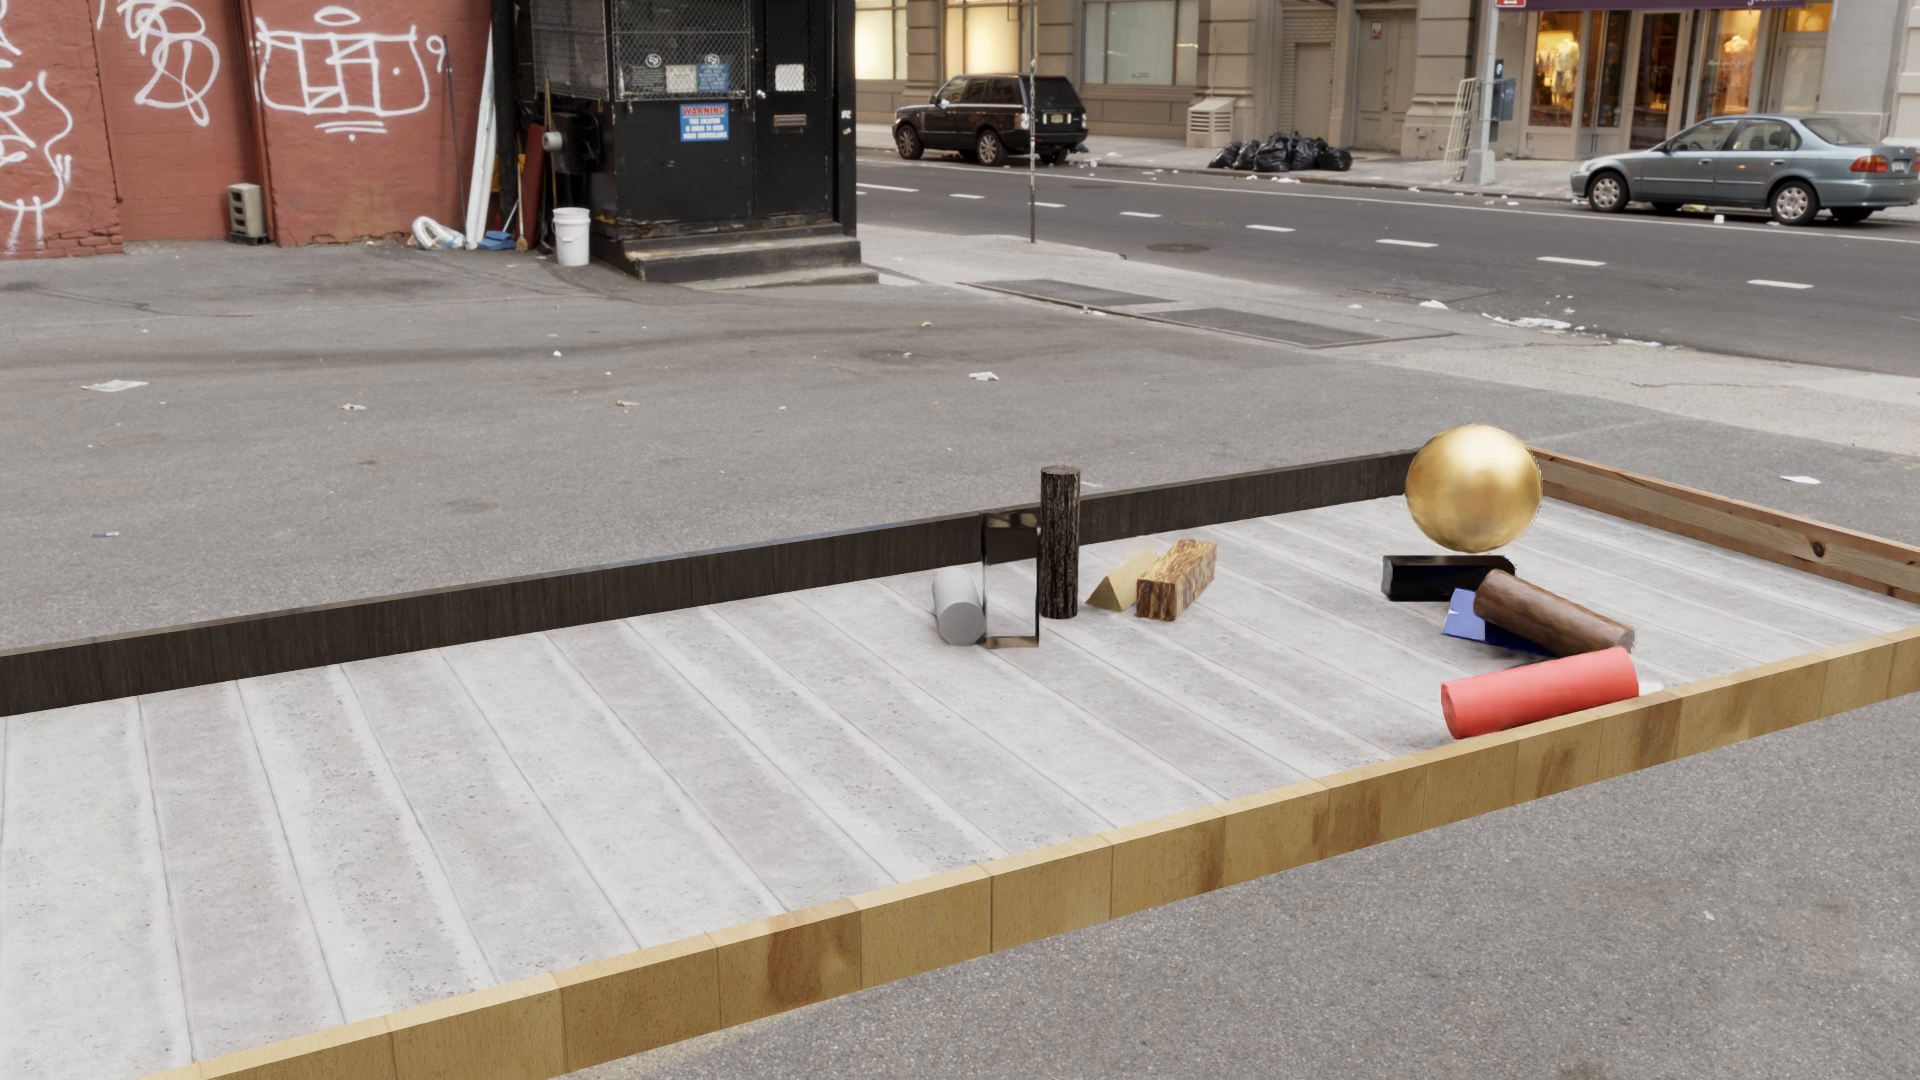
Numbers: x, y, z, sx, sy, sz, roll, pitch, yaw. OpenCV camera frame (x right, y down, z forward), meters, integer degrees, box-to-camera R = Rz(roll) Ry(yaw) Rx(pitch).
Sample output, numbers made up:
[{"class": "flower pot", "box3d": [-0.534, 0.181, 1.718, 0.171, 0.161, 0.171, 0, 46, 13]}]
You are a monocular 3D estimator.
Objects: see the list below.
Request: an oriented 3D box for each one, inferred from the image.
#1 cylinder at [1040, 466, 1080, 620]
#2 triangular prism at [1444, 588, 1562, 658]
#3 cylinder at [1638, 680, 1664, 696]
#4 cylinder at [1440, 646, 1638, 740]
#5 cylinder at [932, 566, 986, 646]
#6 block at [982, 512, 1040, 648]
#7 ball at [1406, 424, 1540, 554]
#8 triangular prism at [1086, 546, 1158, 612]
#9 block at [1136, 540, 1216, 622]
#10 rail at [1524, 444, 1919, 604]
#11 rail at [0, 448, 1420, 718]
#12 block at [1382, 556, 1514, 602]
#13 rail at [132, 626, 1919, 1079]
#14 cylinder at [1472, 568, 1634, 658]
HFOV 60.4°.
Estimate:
[{"class": "cylinder", "box3d": [0.277, 0.006, 4.596, 0.108, 0.416, 0.108, 0, 16, 0]}, {"class": "triangular prism", "box3d": [1.479, 0.212, 4.418, 0.322, 0.115, 0.133, 12, 20, 35]}, {"class": "cylinder", "box3d": [1.453, 0.382, 3.816, 0.306, 0.135, 0.135, 4, 17, 14]}, {"class": "cylinder", "box3d": [1.300, 0.345, 3.711, 0.401, 0.133, 0.133, -12, 16, 4]}, {"class": "cylinder", "box3d": [-0.006, 0.179, 4.528, 0.124, 0.124, 0.313, -1, 16, -4]}, {"class": "block", "box3d": [0.134, 0.108, 4.397, 0.141, 0.332, 0.141, -2, 16, -3]}, {"class": "ball", "box3d": [1.449, -0.144, 4.666, 0.366, 0.366, 0.366, 0, 16, 0]}, {"class": "triangular prism", "box3d": [0.492, 0.103, 4.810, 0.112, 0.097, 0.351, 12, 20, 25]}, {"class": "block", "box3d": [0.630, 0.112, 4.775, 0.111, 0.111, 0.433, 7, 18, 23]}, {"class": "rail", "box3d": [2.466, -0.048, 5.253, 0.050, 0.150, 2.100, -9, 18, -27]}, {"class": "rail", "box3d": [-3.305, 0.497, 3.399, 12.000, 0.150, 0.050, -9, 18, -27]}, {"class": "block", "box3d": [1.414, 0.111, 4.786, 0.348, 0.108, 0.108, 0, 16, 0]}, {"class": "rail", "box3d": [-2.336, 1.006, 1.665, 12.000, 0.150, 0.050, -9, 18, -27]}, {"class": "cylinder", "box3d": [1.528, 0.212, 4.257, 0.138, 0.138, 0.378, -16, 34, -43]}]
